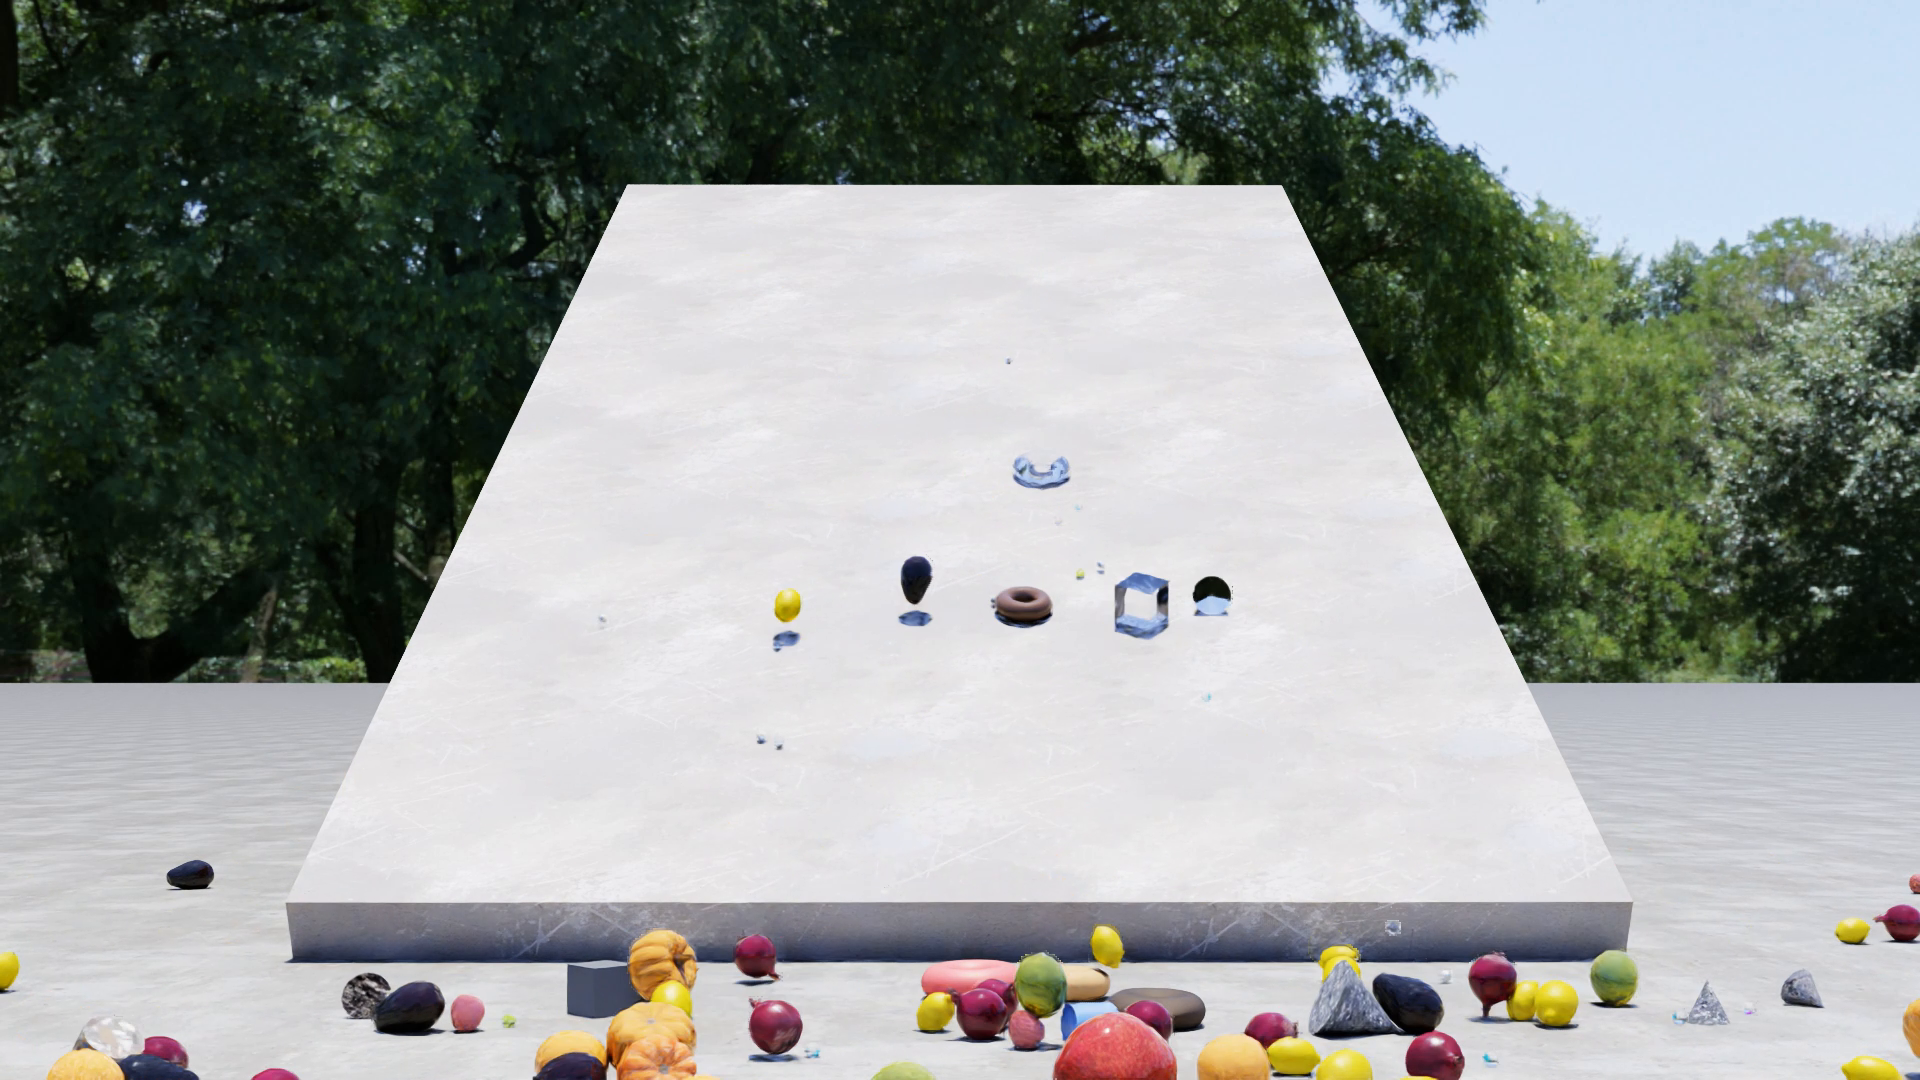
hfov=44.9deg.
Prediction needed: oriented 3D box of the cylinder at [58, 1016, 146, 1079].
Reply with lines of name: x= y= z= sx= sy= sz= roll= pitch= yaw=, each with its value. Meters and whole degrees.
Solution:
cylinder: x=-0.847 y=0.515 z=2.295 sx=0.062 sy=0.062 sz=0.062 roll=29 pitch=16 yaw=-9

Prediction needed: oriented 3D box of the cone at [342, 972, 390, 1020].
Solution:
cone: x=-0.738 y=0.581 z=2.912 sx=0.060 sy=0.060 sz=0.060 roll=0 pitch=-30 yaw=-1

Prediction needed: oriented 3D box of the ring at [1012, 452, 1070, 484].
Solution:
ring: x=0.174 y=-0.156 z=4.964 sx=0.123 sy=0.041 sz=0.123 roll=1 pitch=23 yaw=0

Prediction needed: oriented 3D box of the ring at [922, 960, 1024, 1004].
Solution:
ring: x=0.016 y=0.581 z=3.058 sx=0.135 sy=0.045 sz=0.135 roll=-1 pitch=-2 yaw=0

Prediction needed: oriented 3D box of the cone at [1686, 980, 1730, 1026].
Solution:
cone: x=0.916 y=0.564 z=2.849 sx=0.053 sy=0.053 sz=0.053 roll=0 pitch=-3 yaw=0

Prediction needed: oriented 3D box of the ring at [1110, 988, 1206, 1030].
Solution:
ring: x=0.238 y=0.570 z=2.823 sx=0.120 sy=0.040 sz=0.120 roll=1 pitch=-3 yaw=0

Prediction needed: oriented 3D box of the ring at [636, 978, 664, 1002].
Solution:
ring: x=-0.429 y=0.590 z=3.056 sx=0.078 sy=0.026 sz=0.078 roll=1 pitch=-4 yaw=0

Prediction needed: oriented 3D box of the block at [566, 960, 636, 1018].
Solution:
block: x=-0.451 y=0.564 z=2.923 sx=0.062 sy=0.062 sz=0.062 roll=3 pitch=-5 yaw=-43

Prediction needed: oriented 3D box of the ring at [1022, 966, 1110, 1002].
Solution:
ring: x=0.140 y=0.584 z=3.065 sx=0.117 sy=0.039 sz=0.117 roll=0 pitch=-5 yaw=0

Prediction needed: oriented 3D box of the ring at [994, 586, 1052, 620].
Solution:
ring: x=0.118 y=0.119 z=4.350 sx=0.108 sy=0.036 sz=0.108 roll=1 pitch=23 yaw=0

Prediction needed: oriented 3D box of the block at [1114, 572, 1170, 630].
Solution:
block: x=0.338 y=0.113 z=4.318 sx=0.073 sy=0.073 sz=0.073 roll=15 pitch=28 yaw=31

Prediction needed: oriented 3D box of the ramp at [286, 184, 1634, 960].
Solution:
ramp: x=-0.008 y=-0.228 z=5.298 sx=2.000 sy=0.100 sz=4.000 roll=0 pitch=24 yaw=0

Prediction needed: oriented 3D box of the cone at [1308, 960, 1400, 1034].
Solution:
cone: x=0.480 y=0.564 z=2.761 sx=0.097 sy=0.097 sz=0.097 roll=27 pitch=-5 yaw=-2
